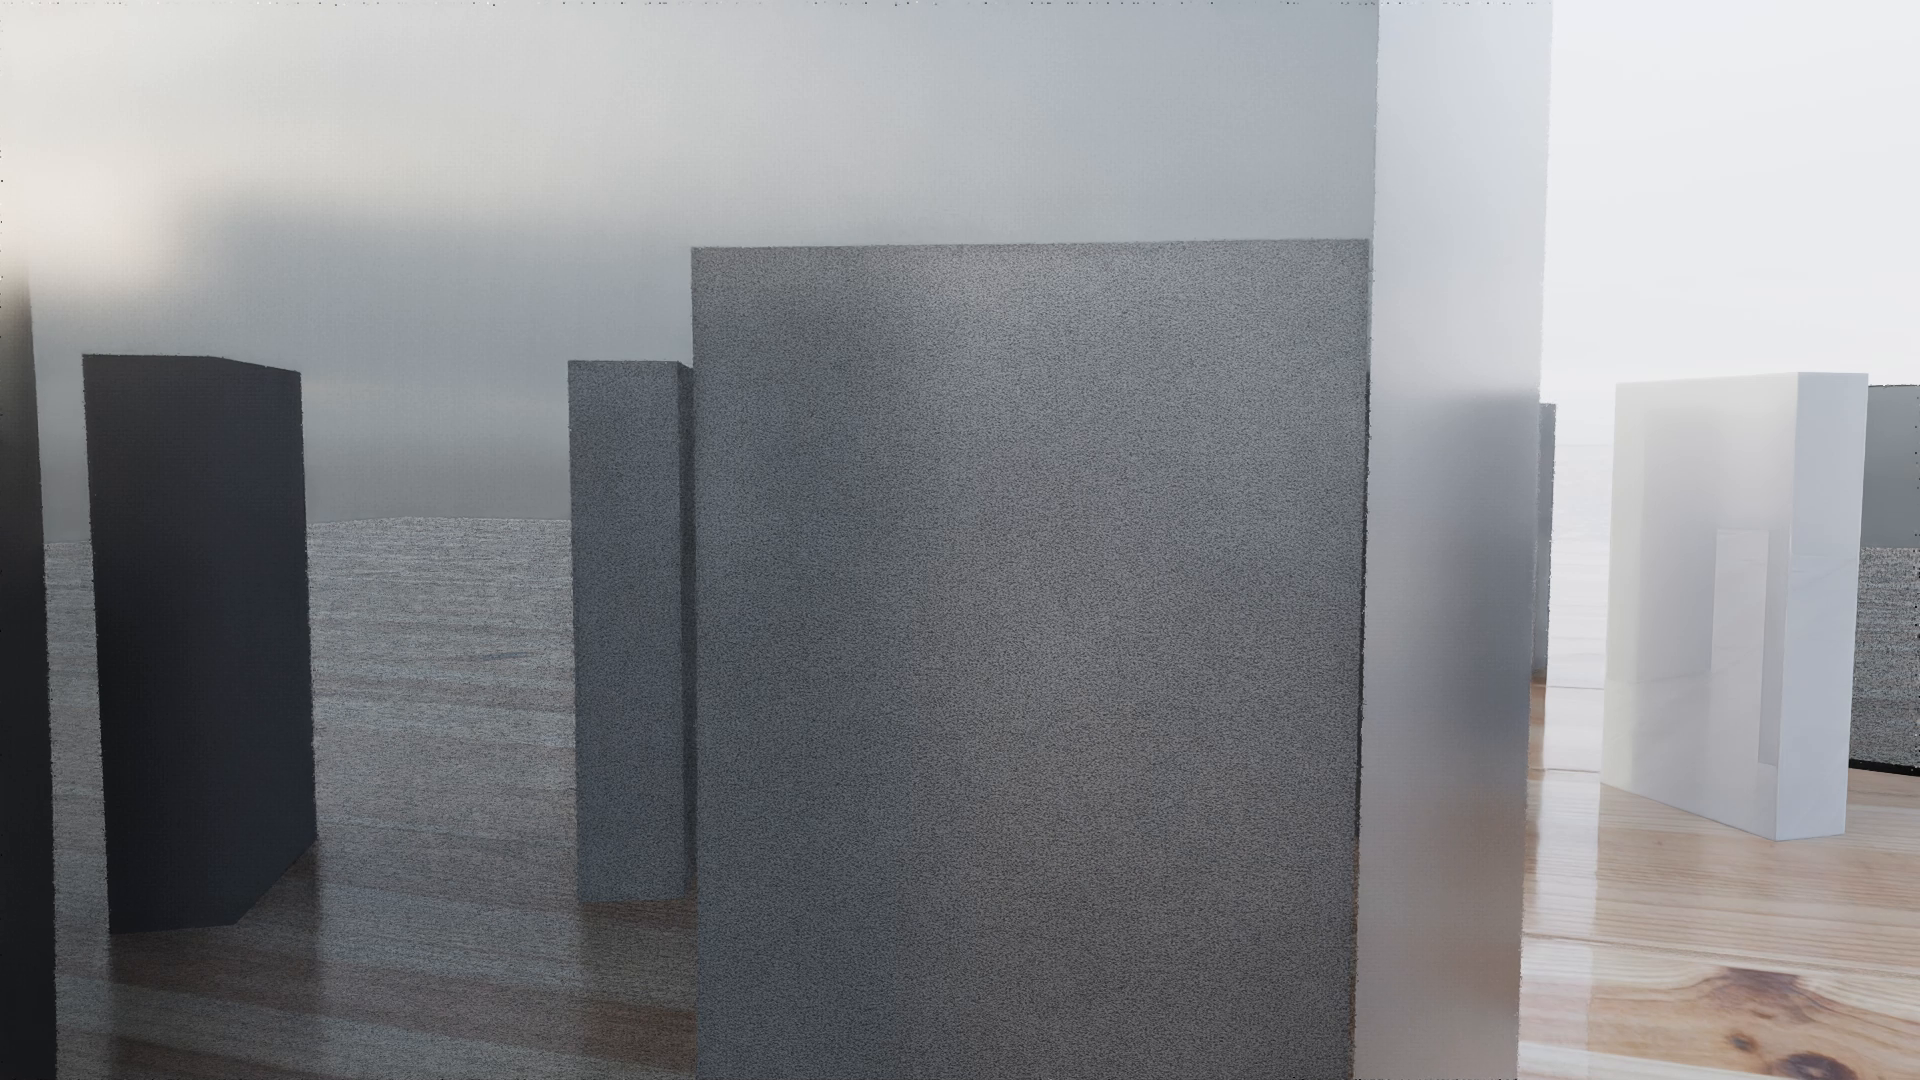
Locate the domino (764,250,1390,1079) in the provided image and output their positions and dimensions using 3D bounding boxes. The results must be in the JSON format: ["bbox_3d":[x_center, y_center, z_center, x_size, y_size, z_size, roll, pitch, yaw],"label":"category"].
[{"bbox_3d":[0.005,0.013,0.058,0.025,0.050,0.009,1,4,7],"label":"domino"}]

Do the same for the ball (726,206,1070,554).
[{"bbox_3d":[-0.005,-0.022,0.244,0.080,0.080,0.080,0,4,0],"label":"ball"}]

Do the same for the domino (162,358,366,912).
[{"bbox_3d":[-0.068,0.008,0.128,0.009,0.050,0.025,-1,4,-12],"label":"domino"}]

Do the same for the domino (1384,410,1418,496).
[{"bbox_3d":[0.076,-0.002,0.258,0.009,0.050,0.025,24,10,14],"label":"domino"}]

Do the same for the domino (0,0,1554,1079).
[{"bbox_3d":[-0.006,0.016,0.020,0.025,0.050,0.010,3,5,30],"label":"domino"}]

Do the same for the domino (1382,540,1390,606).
[{"bbox_3d":[0.055,0.004,0.245,0.050,0.025,0.009,-17,-30,39],"label":"domino"}]

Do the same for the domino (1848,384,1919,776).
[{"bbox_3d":[0.122,0.005,0.169,0.025,0.050,0.010,3,5,38],"label":"domino"}]

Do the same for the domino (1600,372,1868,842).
[{"bbox_3d":[0.088,0.006,0.149,0.009,0.050,0.025,-1,4,-16],"label":"domino"}]

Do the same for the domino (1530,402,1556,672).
[{"bbox_3d":[0.100,0.000,0.238,0.010,0.050,0.025,4,6,43],"label":"domino"}]

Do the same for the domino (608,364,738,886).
[{"bbox_3d":[-0.029,0.007,0.134,0.009,0.050,0.025,0,4,-5],"label":"domino"}]

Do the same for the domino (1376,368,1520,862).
[{"bbox_3d":[0.050,0.007,0.142,0.009,0.050,0.025,-1,4,-8],"label":"domino"}]
